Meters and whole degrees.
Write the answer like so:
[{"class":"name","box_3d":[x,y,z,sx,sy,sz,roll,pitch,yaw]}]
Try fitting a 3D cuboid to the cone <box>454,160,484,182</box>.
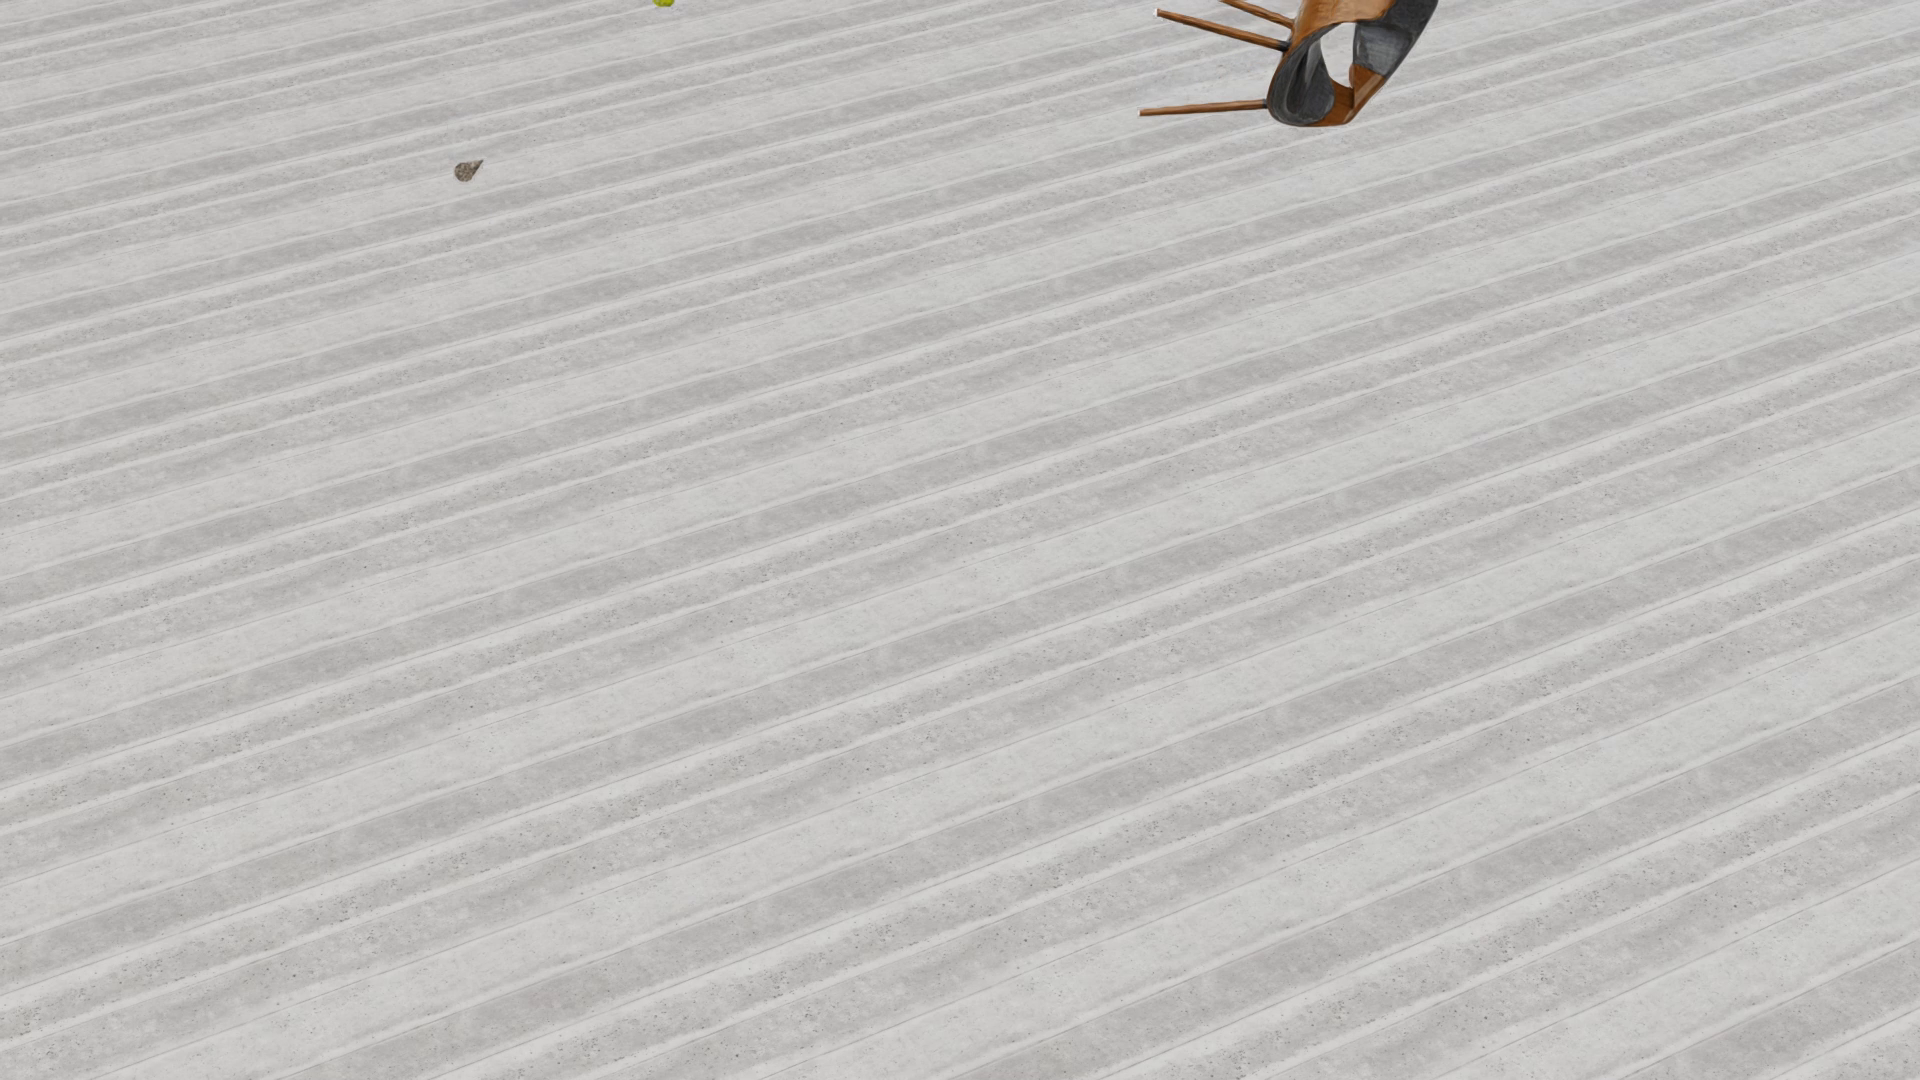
[{"class":"cone","box_3d":[-1.502,-1.158,9.067,0.085,0.061,0.103,-26,13,44]}]
